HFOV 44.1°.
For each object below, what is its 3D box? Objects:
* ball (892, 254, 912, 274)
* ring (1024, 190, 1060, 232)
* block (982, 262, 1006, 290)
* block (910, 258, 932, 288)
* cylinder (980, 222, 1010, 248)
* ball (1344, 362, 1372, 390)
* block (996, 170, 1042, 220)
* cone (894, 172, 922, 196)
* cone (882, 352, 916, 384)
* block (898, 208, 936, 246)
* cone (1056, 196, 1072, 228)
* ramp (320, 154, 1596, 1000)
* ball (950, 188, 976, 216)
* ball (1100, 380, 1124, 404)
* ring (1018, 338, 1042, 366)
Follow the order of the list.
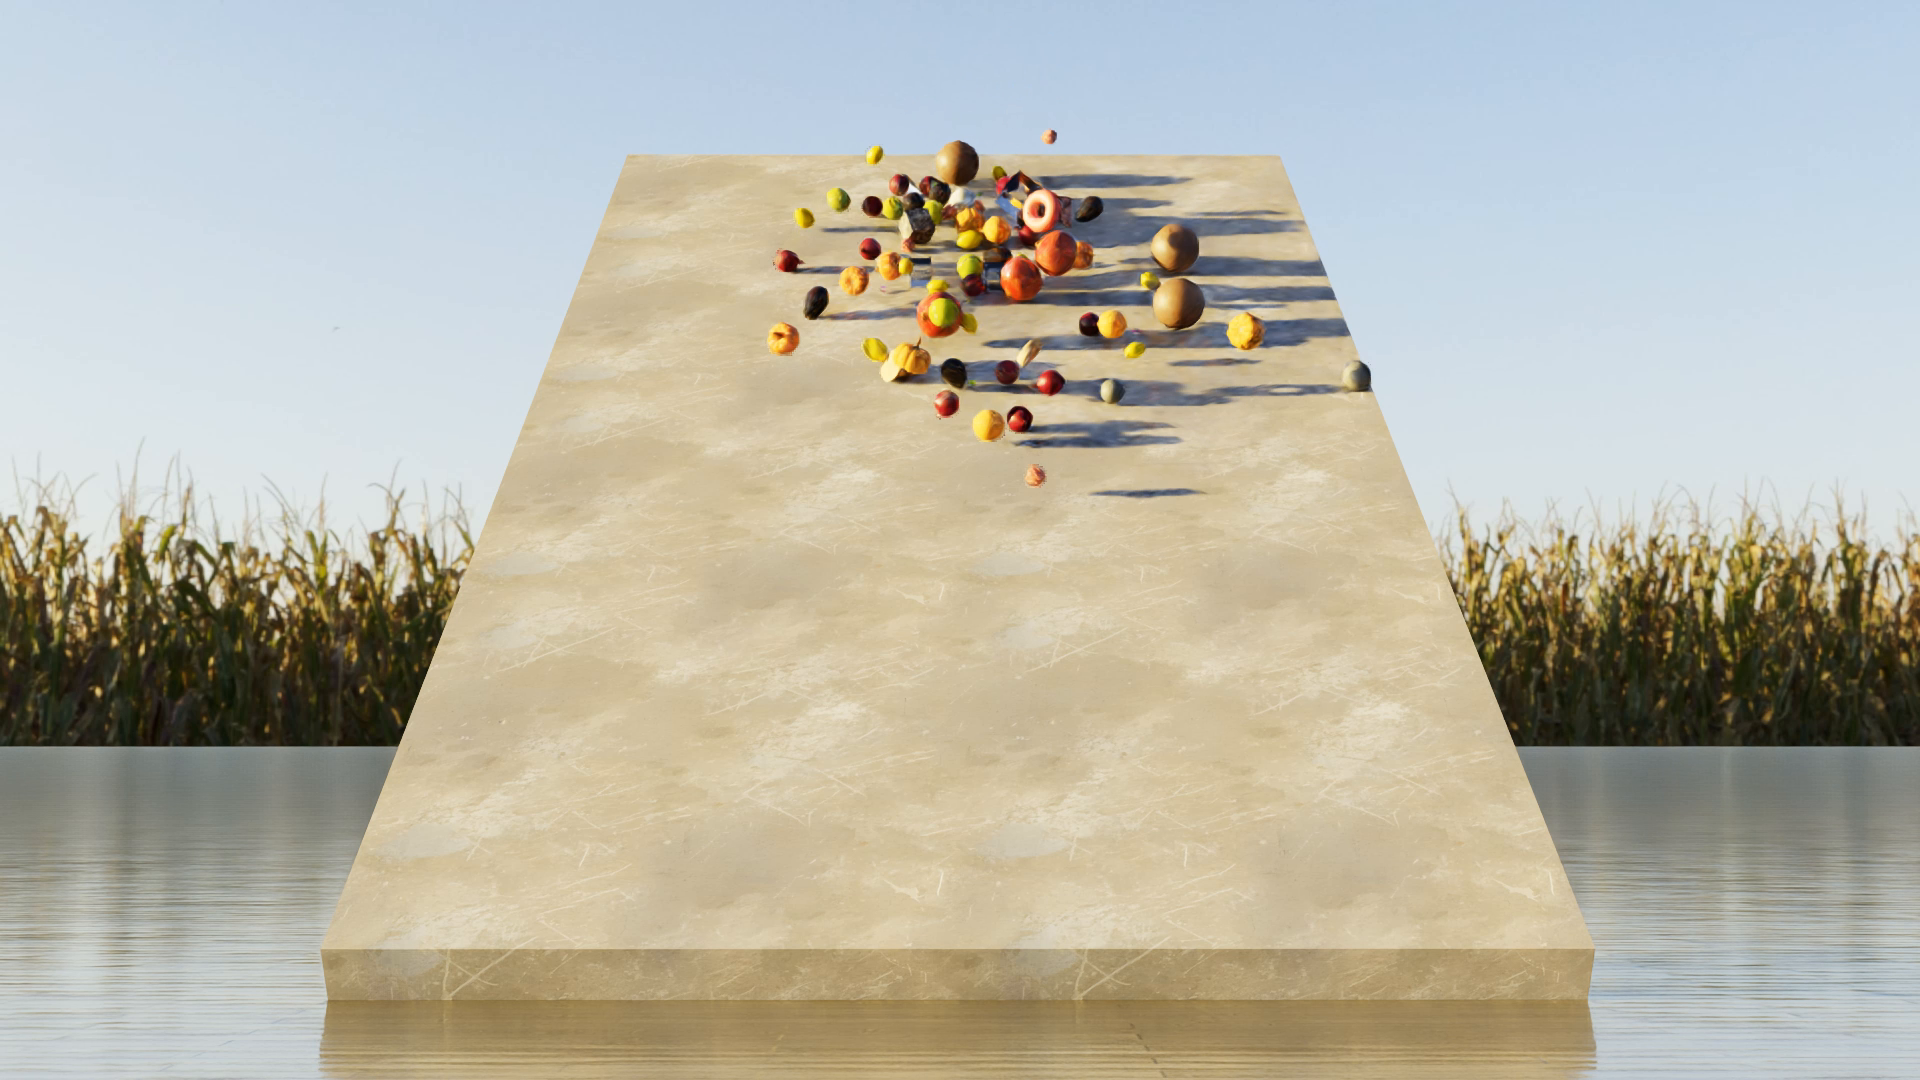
[{"bbox_3d":[-0.152,-0.739,6.353,0.056,0.056,0.056,0,-5,0],"label":"ball"},{"bbox_3d":[0.214,-0.862,6.213,0.114,0.114,0.038,-4,-6,39],"label":"ring"},{"bbox_3d":[0.092,-0.697,6.266,0.053,0.053,0.053,-5,38,-9],"label":"block"},{"bbox_3d":[-0.105,-0.709,6.283,0.056,0.056,0.056,-2,-49,-3],"label":"block"},{"bbox_3d":[0.098,-0.843,6.553,0.059,0.059,0.059,-4,20,41],"label":"cylinder"},{"bbox_3d":[0.949,-0.392,5.670,0.068,0.068,0.068,0,-5,0],"label":"ball"},{"bbox_3d":[0.164,-0.963,6.633,0.082,0.082,0.082,39,-25,2],"label":"block"},{"bbox_3d":[-0.140,-1.023,6.916,0.073,0.073,0.073,30,-2,6],"label":"cone"},{"bbox_3d":[-0.136,-0.411,5.737,0.078,0.078,0.078,6,-8,-39],"label":"cone"},{"bbox_3d":[-0.120,-0.865,6.551,0.069,0.069,0.069,-9,-25,-24],"label":"block"},{"bbox_3d":[0.294,-0.913,6.711,0.087,0.087,0.087,-21,-28,-12],"label":"cone"},{"bbox_3d":[-0.011,-0.226,5.525,2.000,0.100,4.000,0,27,0],"label":"ramp"},{"bbox_3d":[0.008,-0.946,6.633,0.075,0.075,0.075,0,-5,0],"label":"ball"},{"bbox_3d":[0.359,-0.350,5.595,0.058,0.058,0.058,0,-5,0],"label":"ball"},{"bbox_3d":[0.165,-0.443,5.590,0.026,0.077,0.077,41,2,9],"label":"ring"}]
